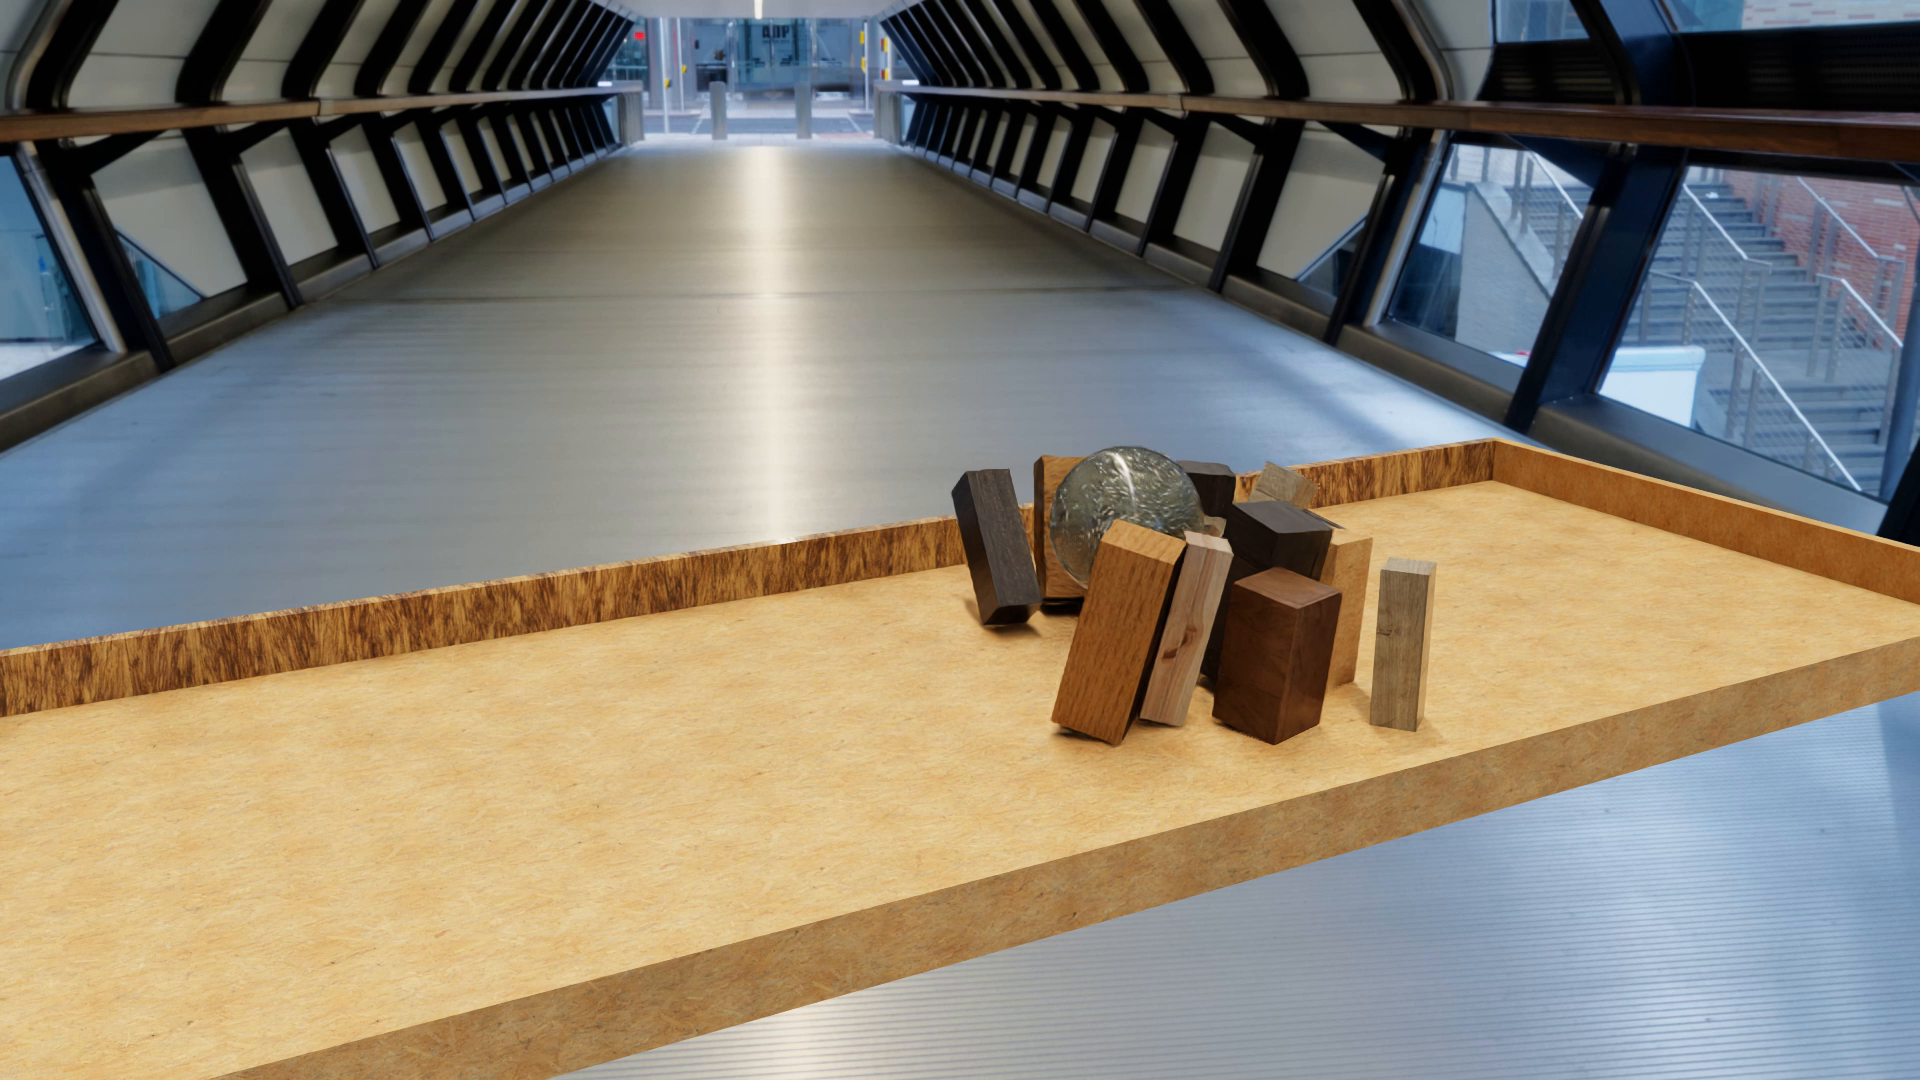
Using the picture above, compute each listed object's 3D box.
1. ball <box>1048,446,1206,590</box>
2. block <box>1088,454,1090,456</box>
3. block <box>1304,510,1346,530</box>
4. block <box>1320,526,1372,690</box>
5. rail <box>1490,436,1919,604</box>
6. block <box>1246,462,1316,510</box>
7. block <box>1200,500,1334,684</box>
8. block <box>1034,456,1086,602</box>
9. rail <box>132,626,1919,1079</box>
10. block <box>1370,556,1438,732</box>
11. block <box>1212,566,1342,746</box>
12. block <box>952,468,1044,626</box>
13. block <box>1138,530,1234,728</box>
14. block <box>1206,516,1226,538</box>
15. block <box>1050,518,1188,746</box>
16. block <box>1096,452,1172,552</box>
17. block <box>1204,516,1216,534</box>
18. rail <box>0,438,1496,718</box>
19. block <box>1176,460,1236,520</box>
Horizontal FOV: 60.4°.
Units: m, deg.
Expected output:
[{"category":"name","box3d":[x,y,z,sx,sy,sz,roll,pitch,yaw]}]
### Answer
[{"category":"ball","box3d":[0.428,-0.042,4.235,0.399,0.399,0.399,0,16,0]},{"category":"block","box3d":[0.441,-0.052,4.824,0.125,0.399,0.125,10,19,31]},{"category":"block","box3d":[0.900,0.101,4.379,0.142,0.328,0.142,25,13,-10]},{"category":"block","box3d":[0.897,0.166,4.104,0.151,0.373,0.151,-10,20,-43]},{"category":"rail","box3d":[2.466,-0.048,5.253,0.050,0.150,2.100,-9,18,-27]},{"category":"block","box3d":[0.774,0.025,4.356,0.110,0.450,0.110,31,8,33]},{"category":"block","box3d":[0.732,0.142,4.024,0.176,0.438,0.176,-4,27,-32]},{"category":"block","box3d":[0.293,-0.029,4.695,0.137,0.400,0.137,1,-8,-9]},{"category":"rail","box3d":[-2.336,1.006,1.665,12.000,0.150,0.050,-9,18,-27]},{"category":"block","box3d":[1.033,0.243,3.849,0.108,0.383,0.108,7,18,24]},{"category":"block","box3d":[0.732,0.265,3.816,0.180,0.341,0.180,-15,29,-42]},{"category":"block","box3d":[0.100,0.018,4.577,0.131,0.414,0.131,-3,-25,-22]},{"category":"block","box3d":[0.520,0.207,3.846,0.106,0.439,0.106,13,17,-3]},{"category":"block","box3d":[0.647,0.132,4.223,0.152,0.340,0.152,30,9,-4]},{"category":"block","box3d":[0.362,0.210,3.768,0.170,0.460,0.170,18,22,12]},{"category":"block","box3d":[0.471,0.006,4.515,0.164,0.454,0.164,4,-20,12]},{"category":"block","box3d":[0.633,0.089,4.482,0.114,0.302,0.114,13,15,-6]},{"category":"rail","box3d":[-3.305,0.497,3.399,12.000,0.150,0.050,-9,18,-27]},{"category":"block","box3d":[0.656,0.001,4.592,0.144,0.415,0.144,5,16,-4]}]
